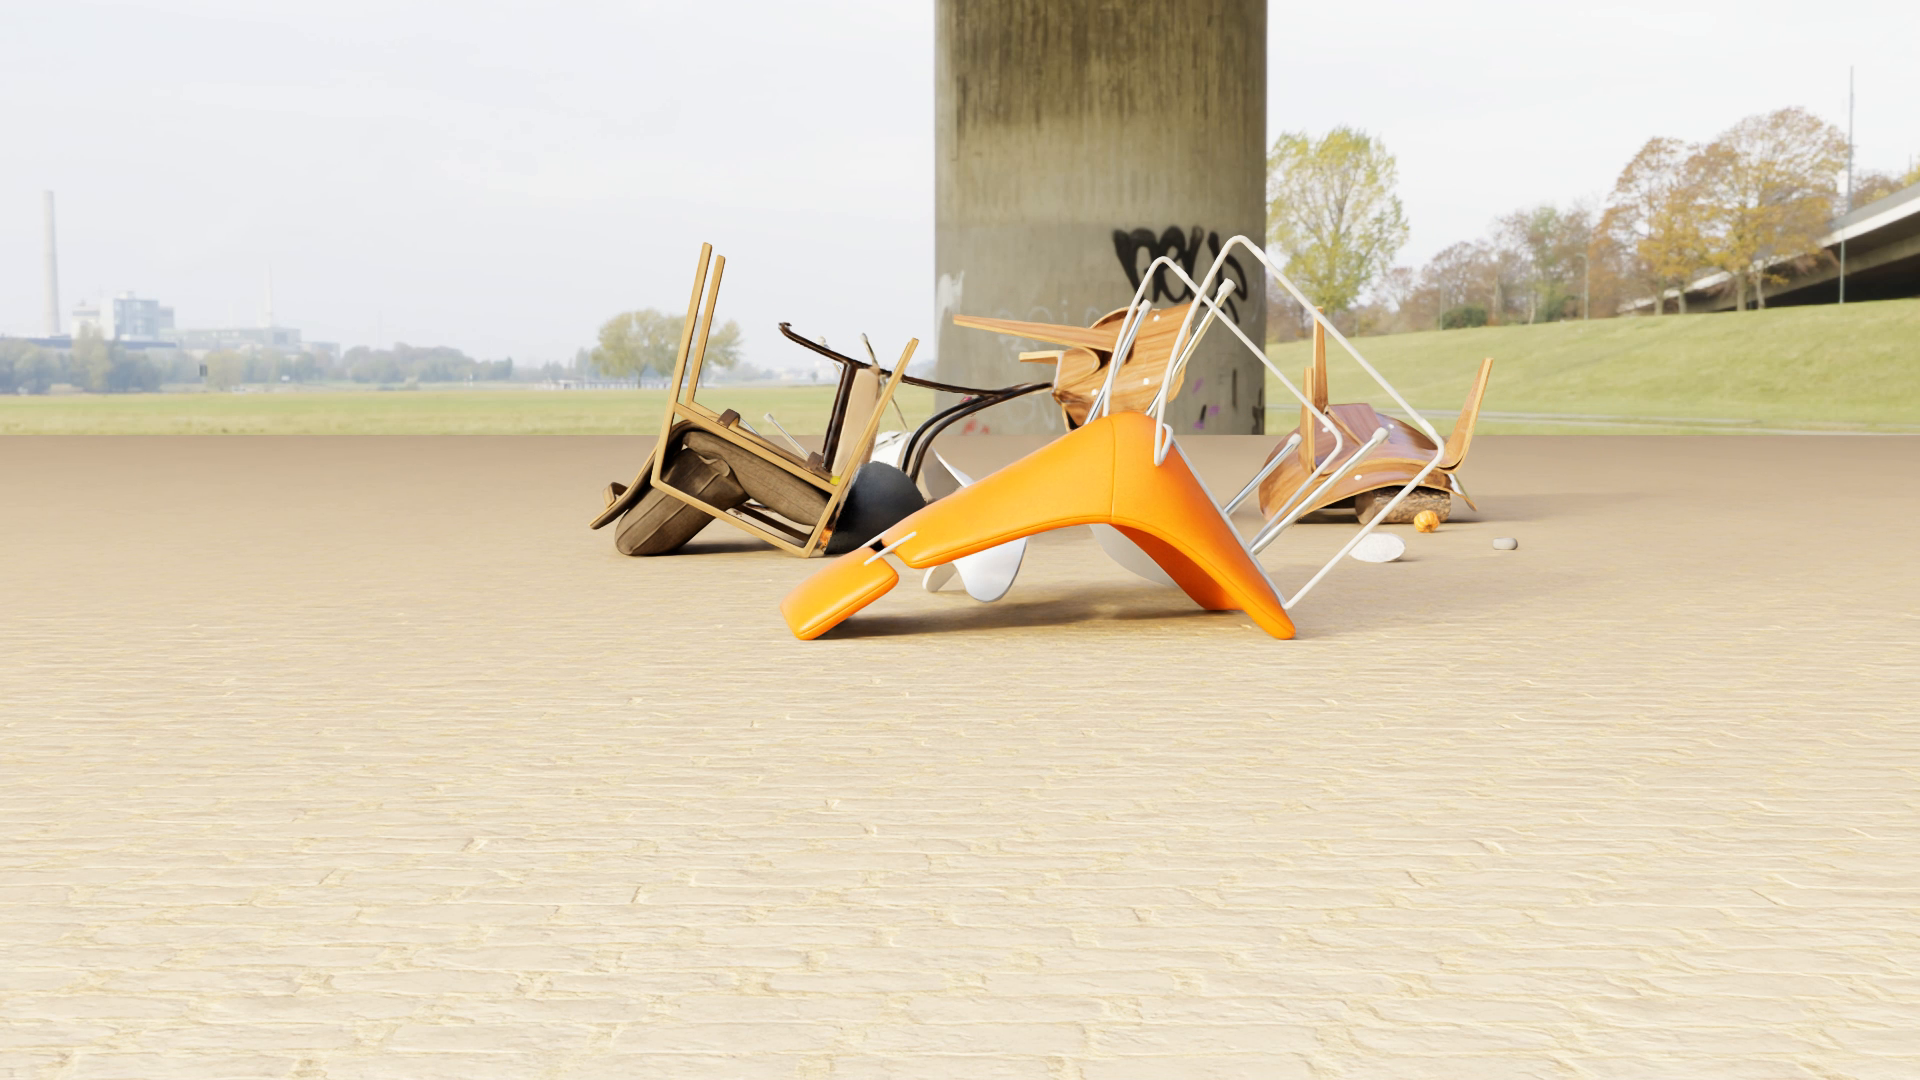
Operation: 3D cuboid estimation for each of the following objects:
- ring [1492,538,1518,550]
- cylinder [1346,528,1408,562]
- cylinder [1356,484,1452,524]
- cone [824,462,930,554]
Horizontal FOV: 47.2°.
[{"bbox_3d":[1.525,0.011,6.151,0.066,0.033,0.072,-5,8,-38],"label":"ring"},{"bbox_3d":[1.089,0.019,5.741,0.146,0.073,0.080,-5,17,25],"label":"cylinder"},{"bbox_3d":[1.478,-0.119,7.336,0.279,0.129,0.145,-1,-9,-16],"label":"cylinder"},{"bbox_3d":[-0.282,-0.029,6.058,0.271,0.273,0.297,22,41,30],"label":"cone"}]
